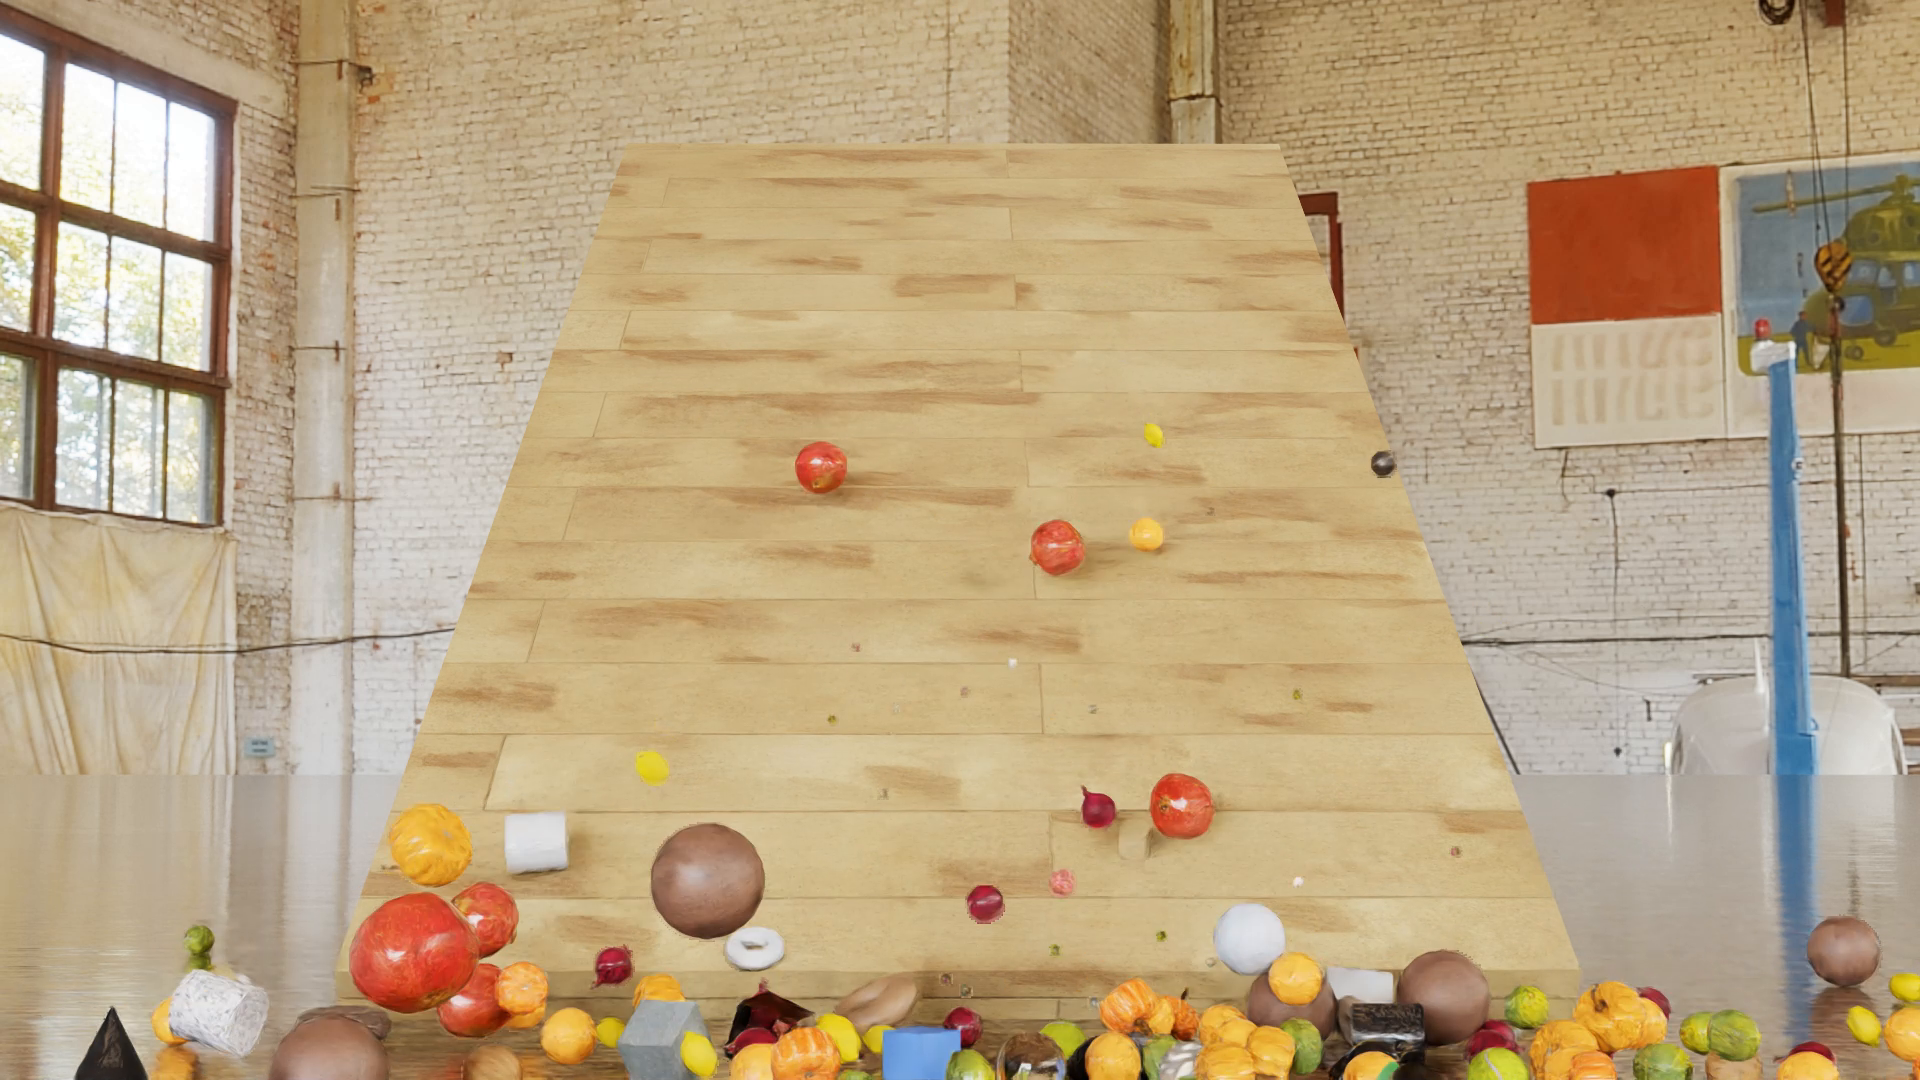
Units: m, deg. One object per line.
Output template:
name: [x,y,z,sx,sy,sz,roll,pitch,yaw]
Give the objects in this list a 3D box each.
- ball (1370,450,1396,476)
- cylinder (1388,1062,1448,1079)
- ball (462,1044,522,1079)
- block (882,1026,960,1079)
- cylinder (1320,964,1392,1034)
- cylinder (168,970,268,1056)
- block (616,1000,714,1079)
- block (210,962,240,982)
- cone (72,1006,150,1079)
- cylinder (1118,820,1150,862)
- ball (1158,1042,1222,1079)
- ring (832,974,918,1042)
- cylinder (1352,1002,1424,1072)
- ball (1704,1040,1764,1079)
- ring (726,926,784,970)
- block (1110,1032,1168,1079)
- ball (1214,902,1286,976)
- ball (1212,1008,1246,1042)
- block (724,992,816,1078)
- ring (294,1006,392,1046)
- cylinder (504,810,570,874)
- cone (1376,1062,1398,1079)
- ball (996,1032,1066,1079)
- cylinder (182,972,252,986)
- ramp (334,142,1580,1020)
ball: [0.950,-0.172,5.373,0.056,0.056,0.056,0,-5,0]
cylinder: [0.415,0.550,2.209,0.094,0.094,0.094,-43,18,-28]
ball: [-0.568,0.649,2.907,0.072,0.072,0.072,0,-5,0]
block: [-0.050,0.665,3.071,0.071,0.071,0.071,-5,-7,42]
cylinder: [0.596,0.695,3.603,0.098,0.098,0.098,6,-5,5]
cylinder: [-1.009,0.642,3.256,0.094,0.094,0.094,13,-2,14]
block: [-0.373,0.641,3.033,0.079,0.079,0.079,-2,32,23]
block: [-1.097,0.681,3.554,0.064,0.064,0.064,-30,28,-22]
cone: [-1.109,0.657,3.126,0.098,0.098,0.098,0,-5,0]
cylinder: [0.299,0.516,4.104,0.053,0.053,0.053,0,31,0]
ball: [0.275,0.638,2.865,0.075,0.075,0.075,0,-5,0]
ring: [-0.129,0.705,3.605,0.144,0.048,0.144,-27,10,5]
cylinder: [0.574,0.668,3.211,0.092,0.092,0.092,-1,-5,8]
ball: [0.962,0.657,2.975,0.069,0.069,0.069,0,-5,0]
ring: [-0.331,0.659,3.861,0.096,0.032,0.096,0,28,0]
block: [0.235,0.679,3.143,0.057,0.057,0.057,-3,-6,28]
ball: [0.396,0.546,3.275,0.099,0.099,0.099,0,-5,0]
ball: [0.402,0.724,3.574,0.050,0.050,0.050,0,-5,0]
block: [-0.253,0.661,3.197,0.077,0.077,0.077,20,9,24]
ring: [-0.922,0.726,3.579,0.141,0.047,0.141,1,-4,0]
cylinder: [-0.714,0.510,4.045,0.099,0.099,0.099,-4,-5,-6]
cone: [0.508,0.644,2.680,0.088,0.088,0.088,27,-7,-1]
ball: [0.087,0.643,2.916,0.087,0.087,0.087,0,-5,0]
cylinder: [-1.162,0.721,3.732,0.086,0.086,0.086,5,-7,-43]
ramp: [-0.012,-0.220,5.619,2.000,0.100,4.000,0,29,0]
